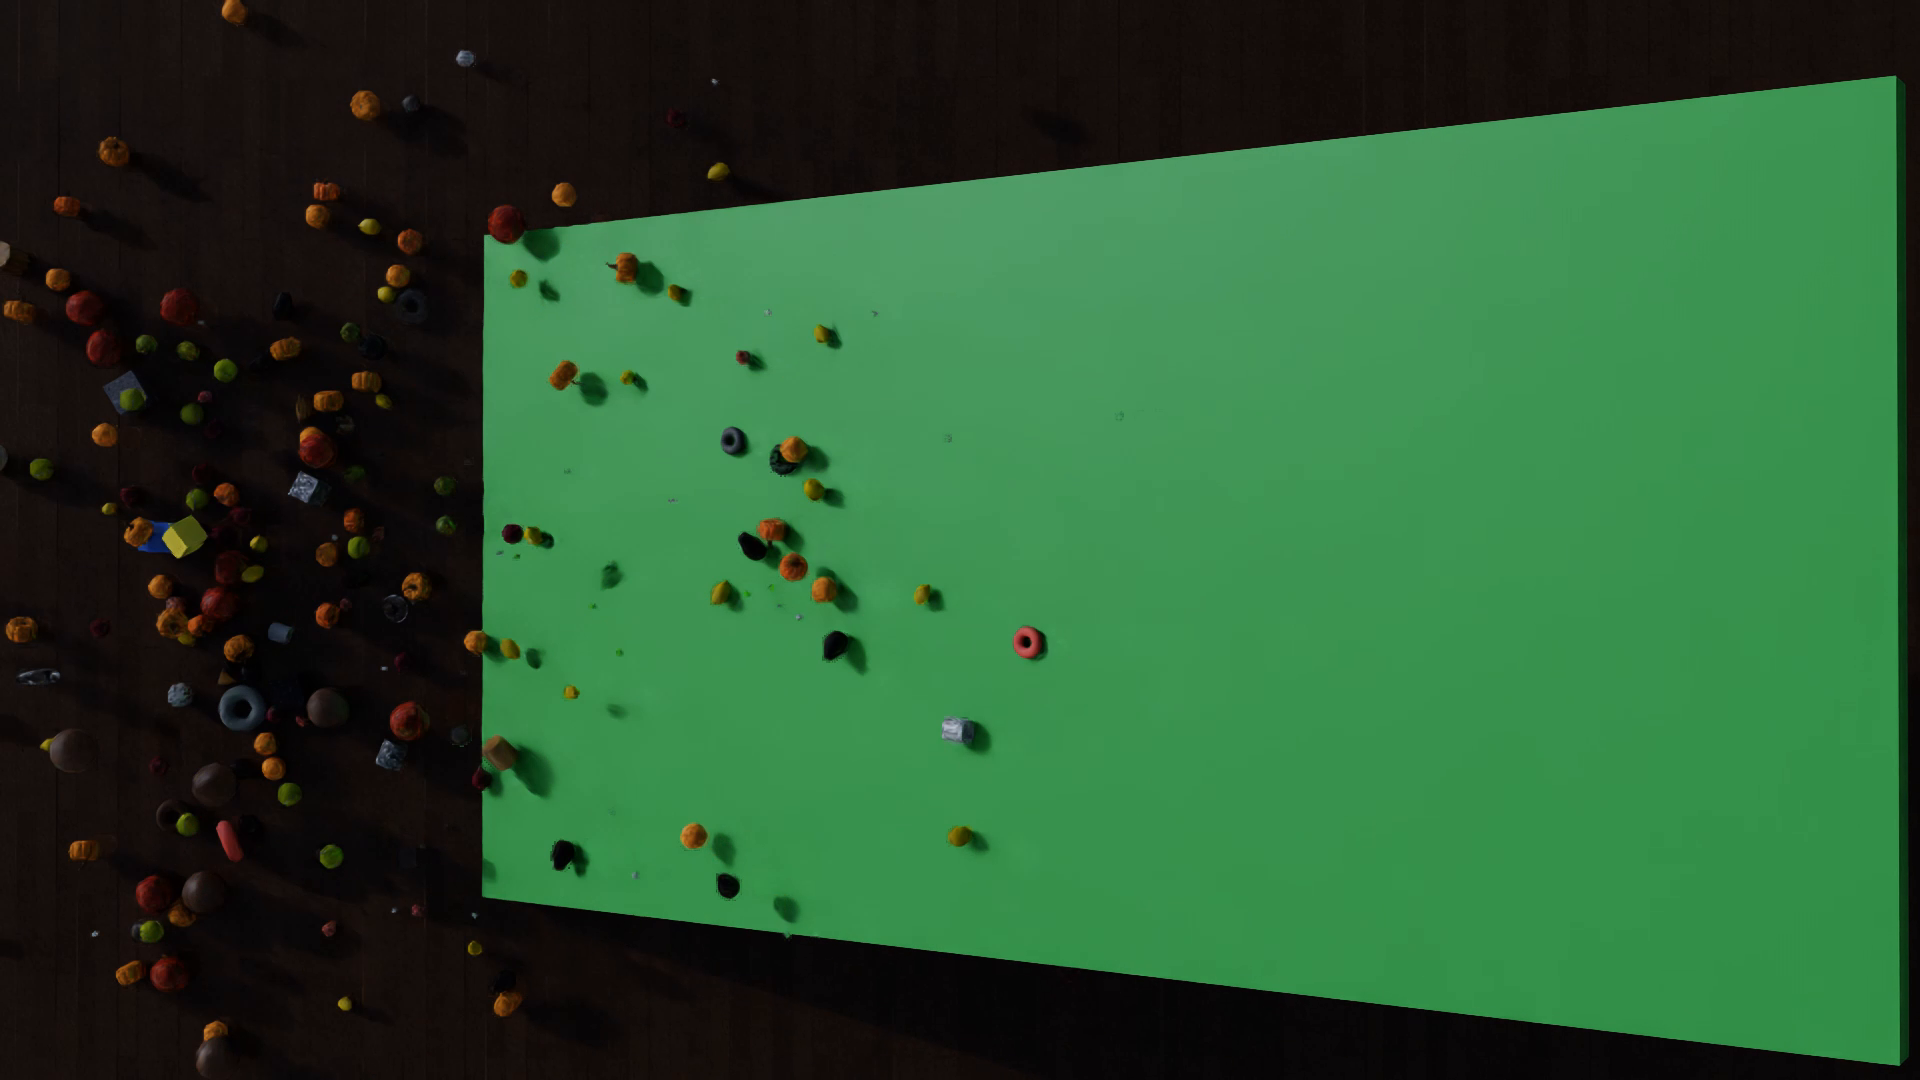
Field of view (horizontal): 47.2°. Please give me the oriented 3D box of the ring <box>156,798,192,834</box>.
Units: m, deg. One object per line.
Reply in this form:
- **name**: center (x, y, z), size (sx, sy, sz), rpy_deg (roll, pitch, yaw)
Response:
- **ring**: center (-2.396, 0.841, 6.704), size (0.108, 0.036, 0.108), rpy_deg (0, 96, -4)

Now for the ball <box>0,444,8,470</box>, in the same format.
- **ball**: center (-2.948, -0.250, 6.684), size (0.100, 0.100, 0.100), rpy_deg (0, 90, 0)

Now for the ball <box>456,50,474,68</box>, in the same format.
- **ball**: center (-1.512, -1.471, 6.718), size (0.052, 0.052, 0.052), rpy_deg (0, 90, 0)

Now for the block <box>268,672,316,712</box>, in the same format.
- **block**: center (-2.029, 0.459, 6.677), size (0.093, 0.093, 0.093), rpy_deg (-15, 90, 4)

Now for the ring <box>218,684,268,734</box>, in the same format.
- **ring**: center (-2.184, 0.514, 6.703), size (0.149, 0.050, 0.149), rpy_deg (0, 89, -1)

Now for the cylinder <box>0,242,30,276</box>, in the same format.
- **cylinder**: center (-2.894, -0.855, 6.685), size (0.084, 0.084, 0.084), rpy_deg (-4, 77, 15)

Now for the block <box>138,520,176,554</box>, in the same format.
- **block**: center (-2.430, -0.009, 6.685), size (0.092, 0.092, 0.092), rpy_deg (4, 90, 1)

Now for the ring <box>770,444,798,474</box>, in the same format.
- **ring**: center (-0.482, -0.221, 5.994), size (0.086, 0.029, 0.086), rpy_deg (-1, 88, 25)

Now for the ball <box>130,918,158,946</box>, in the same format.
- **ball**: center (-2.479, 1.191, 6.682), size (0.079, 0.079, 0.079), rpy_deg (0, 90, 0)

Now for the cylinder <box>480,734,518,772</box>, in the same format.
- **cylinder**: center (-1.366, 0.631, 6.526), size (0.078, 0.078, 0.078), rpy_deg (-42, 117, 0)

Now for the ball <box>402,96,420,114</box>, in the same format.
- **ball**: center (-1.675, -1.330, 6.716), size (0.055, 0.055, 0.055), rpy_deg (0, 90, 0)

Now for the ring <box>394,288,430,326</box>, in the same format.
- **ring**: center (-1.674, -0.711, 6.719), size (0.113, 0.038, 0.113), rpy_deg (0, 90, -1)

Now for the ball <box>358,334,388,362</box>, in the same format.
- **ball**: center (-1.784, -0.586, 6.682), size (0.084, 0.084, 0.084), rpy_deg (0, 90, 0)

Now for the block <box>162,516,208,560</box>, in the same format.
- **block**: center (-2.317, -0.008, 6.573), size (0.081, 0.081, 0.081), rpy_deg (52, 131, 1)

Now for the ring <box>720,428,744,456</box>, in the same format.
- **ring**: center (-0.631, -0.274, 6.099), size (0.078, 0.026, 0.078), rpy_deg (-1, 88, 34)

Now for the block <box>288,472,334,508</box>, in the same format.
- **block**: center (-1.970, -0.154, 6.675), size (0.077, 0.077, 0.077), rpy_deg (25, 89, 20)

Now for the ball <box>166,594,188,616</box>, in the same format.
- **ball**: center (-2.384, 0.197, 6.697), size (0.066, 0.066, 0.066), rpy_deg (0, 90, 0)

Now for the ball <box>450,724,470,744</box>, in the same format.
- **ball**: center (-1.515, 0.587, 6.657), size (0.060, 0.060, 0.060), rpy_deg (0, 90, 0)

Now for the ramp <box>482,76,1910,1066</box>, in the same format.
- **ramp**: center (0.254, 0.070, 5.586), size (4.000, 0.100, 2.000), rpy_deg (0, 89, 33)

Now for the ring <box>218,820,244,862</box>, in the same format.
- **ring**: center (-2.209, 0.911, 6.657), size (0.045, 0.135, 0.135), rpy_deg (-23, 90, -17)

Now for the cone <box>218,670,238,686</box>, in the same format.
- **cone**: center (-2.231, 0.427, 6.713), size (0.054, 0.054, 0.054), rpy_deg (16, 89, -31)

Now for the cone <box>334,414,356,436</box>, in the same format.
- **cone**: center (-1.886, -0.352, 6.701), size (0.066, 0.066, 0.066), rpy_deg (0, 90, 0)

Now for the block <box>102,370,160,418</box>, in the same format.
- **block**: center (-2.518, -0.444, 6.685), size (0.100, 0.100, 0.100), rpy_deg (-31, 90, 0)

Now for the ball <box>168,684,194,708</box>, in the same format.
- **ball**: center (-2.370, 0.474, 6.684), size (0.076, 0.076, 0.076), rpy_deg (0, 90, 0)

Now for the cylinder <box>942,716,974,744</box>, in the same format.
- **cylinder**: center (-0.005, 0.489, 5.655), size (0.062, 0.062, 0.062), rpy_deg (5, 89, 34)

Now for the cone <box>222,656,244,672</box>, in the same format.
- **cone**: center (-2.212, 0.367, 6.715), size (0.061, 0.061, 0.061), rpy_deg (-27, 90, -27)

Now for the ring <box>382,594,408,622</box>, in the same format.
- **ring**: center (-1.721, 0.209, 6.701), size (0.088, 0.029, 0.088), rpy_deg (8, 107, 25)

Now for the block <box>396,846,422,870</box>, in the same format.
- **block**: center (-1.677, 0.968, 6.693), size (0.061, 0.061, 0.061), rpy_deg (-1, 90, 0)

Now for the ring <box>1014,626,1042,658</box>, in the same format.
- **ring**: center (0.171, 0.259, 5.563), size (0.083, 0.028, 0.083), rpy_deg (0, 90, 35)

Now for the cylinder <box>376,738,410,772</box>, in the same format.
- **cylinder**: center (-1.720, 0.649, 6.660), size (0.078, 0.078, 0.078), rpy_deg (22, 89, 0)
